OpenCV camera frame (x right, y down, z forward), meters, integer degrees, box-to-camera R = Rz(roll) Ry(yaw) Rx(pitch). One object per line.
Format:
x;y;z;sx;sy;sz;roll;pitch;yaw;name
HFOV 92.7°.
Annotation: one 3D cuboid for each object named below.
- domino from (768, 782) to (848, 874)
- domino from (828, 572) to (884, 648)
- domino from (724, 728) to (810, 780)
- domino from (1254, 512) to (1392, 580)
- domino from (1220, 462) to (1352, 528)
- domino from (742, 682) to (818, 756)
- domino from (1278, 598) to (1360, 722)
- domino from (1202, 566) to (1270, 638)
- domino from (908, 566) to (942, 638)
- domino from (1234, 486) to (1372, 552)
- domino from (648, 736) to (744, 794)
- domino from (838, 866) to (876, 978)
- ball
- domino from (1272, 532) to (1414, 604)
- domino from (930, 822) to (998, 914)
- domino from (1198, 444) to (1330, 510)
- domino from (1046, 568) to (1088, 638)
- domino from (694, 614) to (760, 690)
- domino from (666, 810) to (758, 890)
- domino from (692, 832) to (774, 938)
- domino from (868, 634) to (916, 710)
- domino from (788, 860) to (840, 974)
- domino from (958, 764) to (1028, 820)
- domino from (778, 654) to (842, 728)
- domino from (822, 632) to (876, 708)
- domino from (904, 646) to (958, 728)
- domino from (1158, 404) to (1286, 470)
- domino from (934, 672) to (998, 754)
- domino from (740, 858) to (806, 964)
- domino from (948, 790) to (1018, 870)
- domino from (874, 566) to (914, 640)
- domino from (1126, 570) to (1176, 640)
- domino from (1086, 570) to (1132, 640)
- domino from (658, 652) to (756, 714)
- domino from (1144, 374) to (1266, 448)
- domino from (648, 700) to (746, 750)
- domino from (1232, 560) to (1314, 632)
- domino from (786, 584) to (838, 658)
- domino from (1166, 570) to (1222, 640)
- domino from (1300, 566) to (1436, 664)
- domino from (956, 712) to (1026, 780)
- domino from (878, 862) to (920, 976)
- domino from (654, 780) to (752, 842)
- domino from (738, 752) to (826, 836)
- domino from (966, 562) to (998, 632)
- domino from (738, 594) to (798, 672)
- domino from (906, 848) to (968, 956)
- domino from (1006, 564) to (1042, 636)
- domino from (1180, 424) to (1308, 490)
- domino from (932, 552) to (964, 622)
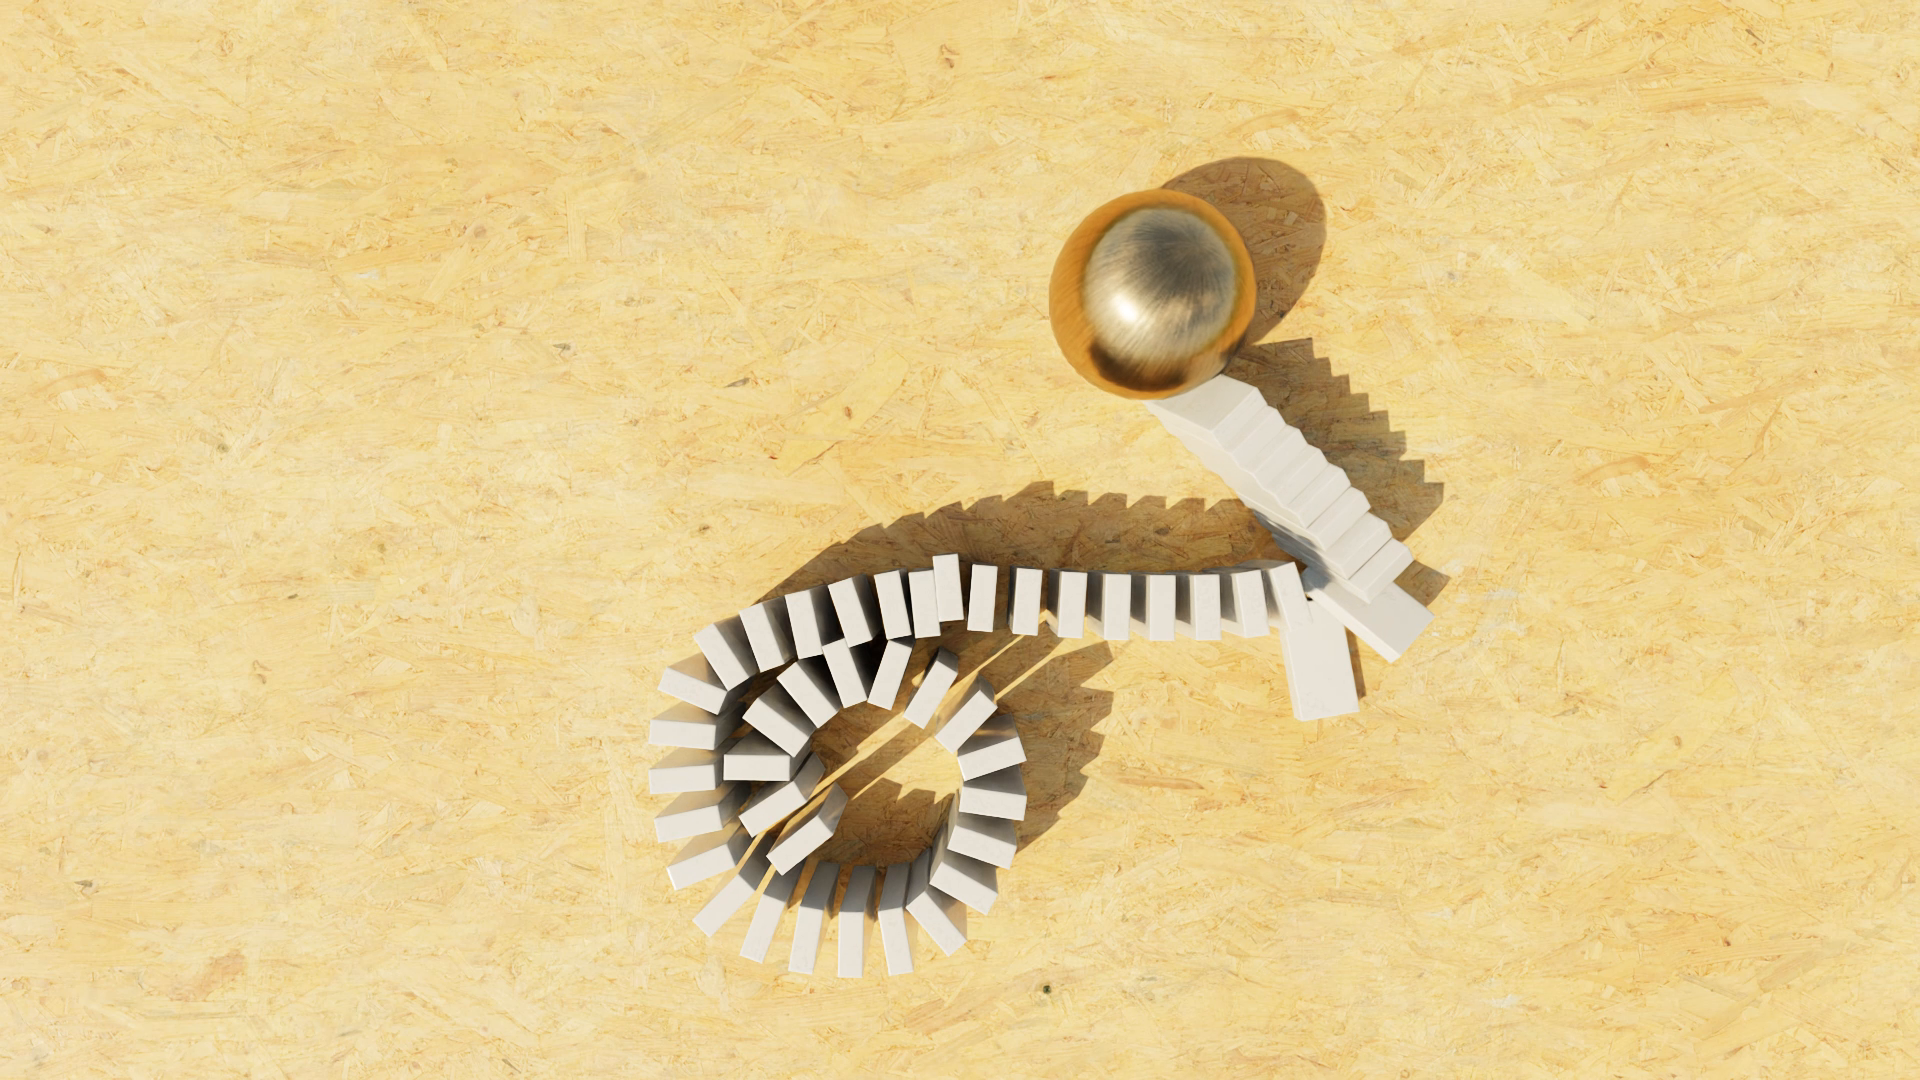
-0.061;0.117;0.375;0.025;0.050;0.009;-39;90;0;domino
-0.042;0.028;0.375;0.009;0.050;0.025;-18;90;0;domino
-0.078;0.087;0.375;0.025;0.050;0.010;1;90;0;domino
0.148;-0.007;0.377;0.025;0.050;0.009;-44;128;0;domino
0.132;-0.026;0.377;0.025;0.050;0.010;-44;123;0;domino
-0.070;0.072;0.375;0.025;0.050;0.010;37;90;0;domino
0.154;0.051;0.395;0.025;0.010;0.050;-10;90;0;domino
0.112;0.024;0.375;0.010;0.050;0.025;-9;90;0;domino
-0.014;0.024;0.375;0.010;0.050;0.025;-6;90;0;domino
0.140;-0.017;0.377;0.025;0.050;0.009;-44;124;0;domino
-0.106;0.091;0.375;0.025;0.050;0.010;-4;90;0;domino
-0.042;0.155;0.375;0.010;0.050;0.025;1;90;0;domino
0.075;-0.095;0.360;0.080;0.080;0.080;0;90;0;ball
0.156;0.003;0.378;0.025;0.050;0.009;-45;130;-1;domino
0.002;0.133;0.375;0.025;0.050;0.010;29;90;0;domino
0.123;-0.033;0.377;0.025;0.050;0.009;-44;123;0;domino
0.043;0.025;0.375;0.009;0.050;0.025;4;90;0;domino
-0.091;0.045;0.375;0.009;0.050;0.025;-33;90;0;domino
-0.099;0.125;0.375;0.025;0.050;0.010;-22;90;0;domino
-0.090;0.140;0.375;0.009;0.050;0.025;45;90;0;domino
-0.027;0.052;0.375;0.010;0.050;0.025;19;90;0;domino
-0.059;0.153;0.375;0.010;0.050;0.025;10;90;0;domino
0.013;0.101;0.375;0.025;0.050;0.010;8;90;0;domino
-0.058;0.059;0.375;0.009;0.050;0.025;-40;90;0;domino
-0.044;0.051;0.375;0.009;0.050;0.025;-20;90;0;domino
-0.011;0.059;0.375;0.009;0.050;0.025;32;90;0;domino
0.107;-0.049;0.377;0.025;0.050;0.010;-44;123;0;domino
0.002;0.070;0.375;0.009;0.050;0.025;44;90;0;domino
-0.075;0.149;0.375;0.009;0.050;0.025;21;90;0;domino
0.009;0.117;0.375;0.025;0.050;0.010;19;90;0;domino
-0.026;0.025;0.375;0.009;0.050;0.025;-11;90;0;domino
0.078;0.026;0.375;0.009;0.050;0.025;0;90;0;domino
0.060;0.026;0.375;0.009;0.050;0.025;2;90;0;domino
-0.102;0.057;0.375;0.025;0.050;0.009;23;90;0;domino
0.099;-0.057;0.377;0.025;0.050;0.009;-44;123;0;domino
-0.106;0.074;0.375;0.025;0.050;0.010;5;90;0;domino
0.127;0.022;0.375;0.010;0.050;0.025;-17;90;0;domino
-0.060;0.032;0.375;0.009;0.050;0.025;-12;90;0;domino
0.095;0.026;0.375;0.010;0.050;0.025;-2;90;0;domino
0.169;0.025;0.385;0.025;0.009;0.050;-42;72;-16;domino
0.012;0.084;0.375;0.025;0.050;0.009;-18;90;0;domino
-0.025;0.153;0.375;0.010;0.050;0.025;-10;90;0;domino
-0.104;0.109;0.375;0.025;0.050;0.010;-12;90;0;domino
-0.071;0.103;0.375;0.025;0.050;0.009;-33;90;0;domino
0.009;0.022;0.375;0.009;0.050;0.025;5;90;0;domino
-0.076;0.037;0.375;0.010;0.050;0.025;-20;90;0;domino
-0.009;0.147;0.375;0.010;0.050;0.025;-41;90;0;domino
0.026;0.024;0.375;0.010;0.050;0.025;4;90;0;domino
0.115;-0.041;0.377;0.025;0.050;0.009;-44;123;0;domino
-0.004;0.018;0.375;0.009;0.050;0.025;-6;90;0;domino
